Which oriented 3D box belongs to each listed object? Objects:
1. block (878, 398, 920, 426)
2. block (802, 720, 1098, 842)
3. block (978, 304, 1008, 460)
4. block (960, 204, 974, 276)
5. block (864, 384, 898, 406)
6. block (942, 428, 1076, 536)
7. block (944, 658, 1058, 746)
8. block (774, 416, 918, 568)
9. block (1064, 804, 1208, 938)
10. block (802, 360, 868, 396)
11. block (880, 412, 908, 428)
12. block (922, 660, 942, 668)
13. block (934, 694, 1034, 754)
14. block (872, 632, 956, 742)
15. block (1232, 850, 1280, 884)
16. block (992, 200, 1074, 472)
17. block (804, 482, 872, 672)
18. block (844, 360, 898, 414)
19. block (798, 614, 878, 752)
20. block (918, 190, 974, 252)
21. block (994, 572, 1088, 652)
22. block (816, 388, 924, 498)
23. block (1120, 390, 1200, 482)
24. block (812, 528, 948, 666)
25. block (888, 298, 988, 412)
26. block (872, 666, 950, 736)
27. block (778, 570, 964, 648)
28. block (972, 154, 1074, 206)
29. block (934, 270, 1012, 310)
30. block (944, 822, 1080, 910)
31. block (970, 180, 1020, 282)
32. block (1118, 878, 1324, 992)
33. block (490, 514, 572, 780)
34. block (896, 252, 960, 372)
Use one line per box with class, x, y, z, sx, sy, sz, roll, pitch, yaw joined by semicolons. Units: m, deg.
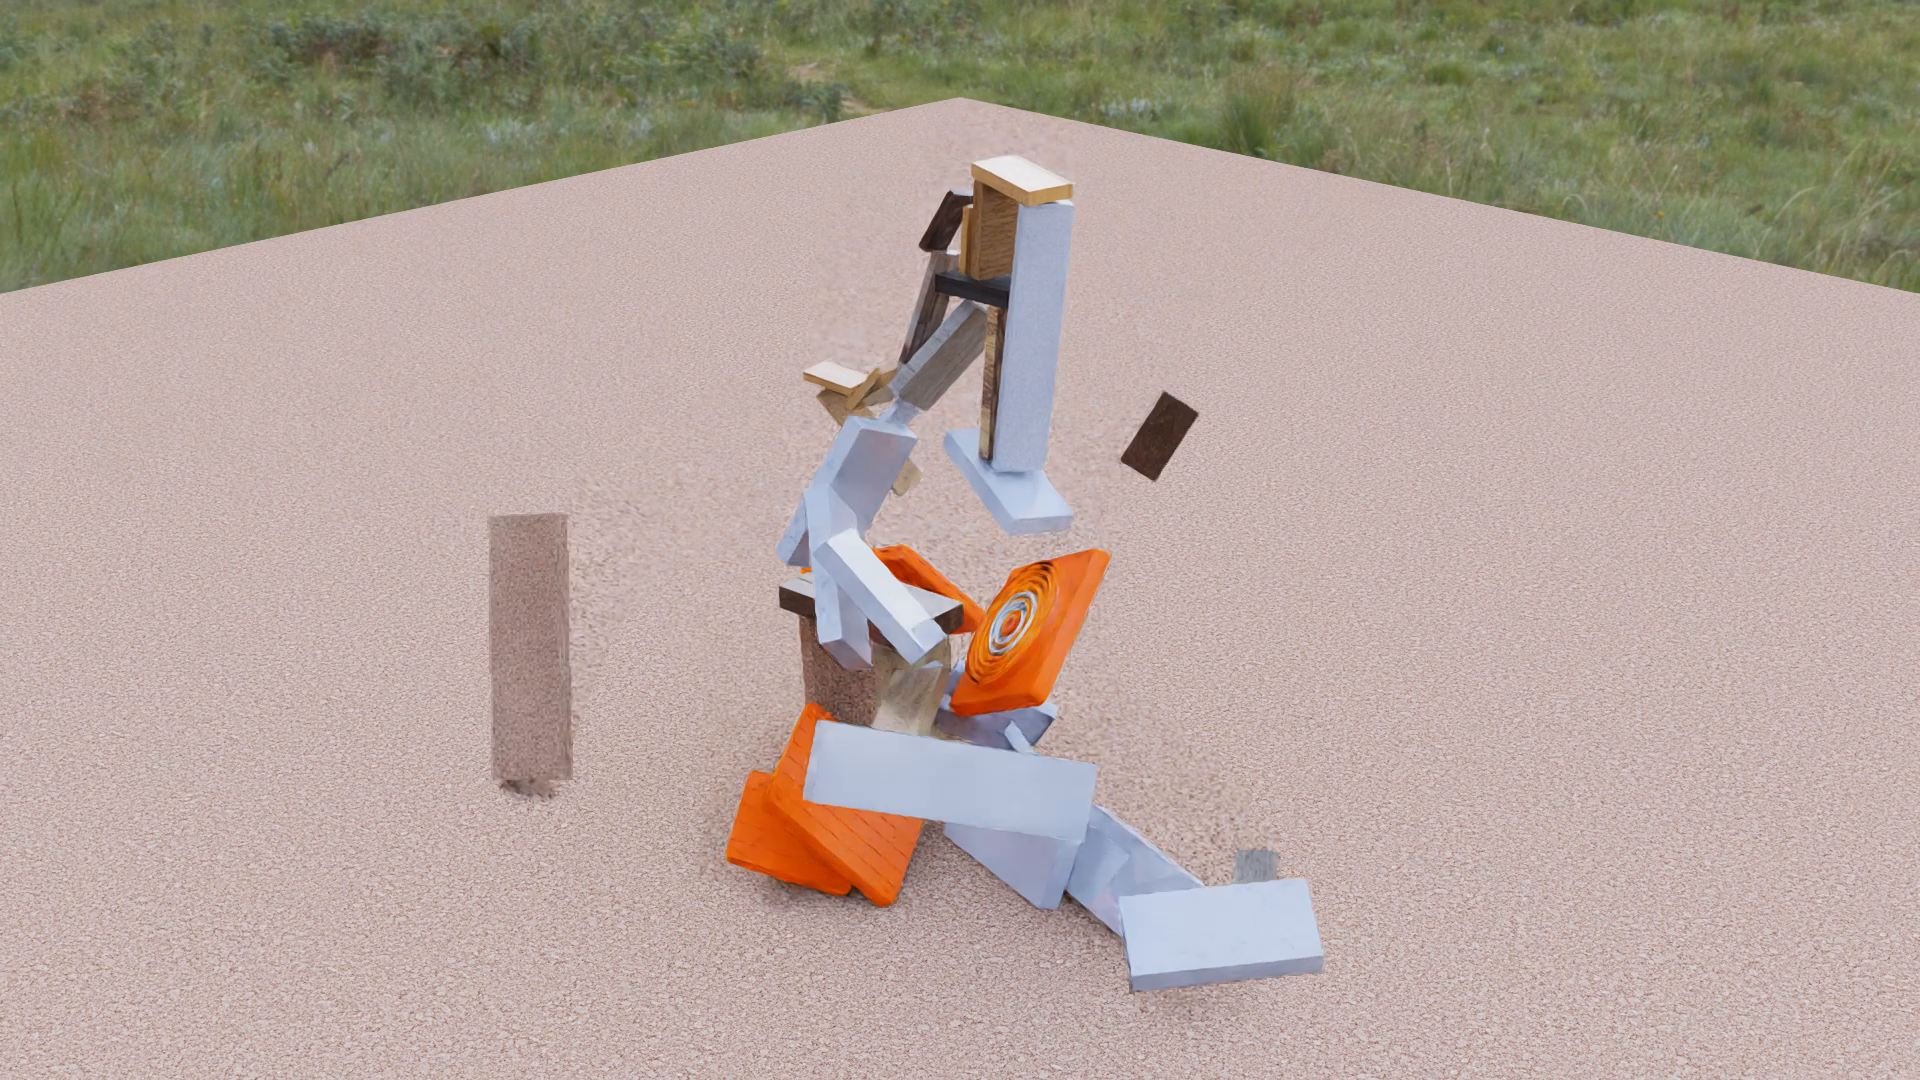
block;-0.125;-0.232;4.237;0.016;0.116;0.058;44;2;35
block;-0.010;0.407;3.705;0.517;0.133;0.038;12;-2;-25
block;0.098;-0.288;4.003;0.112;0.281;0.032;-6;18;-31
block;0.032;-0.552;4.030;0.063;0.126;0.018;-13;28;-34
block;-0.129;-0.288;4.233;0.058;0.016;0.116;-16;-7;-42
block;0.087;-0.111;4.028;0.133;0.038;0.265;-5;42;-32
block;0.074;0.324;4.375;0.221;0.110;0.031;26;48;-5
block;-0.219;-0.086;4.231;0.158;0.315;0.045;8;28;-48
block;0.310;0.633;4.064;0.046;0.163;0.326;28;4;-37
block;-0.240;-0.317;4.320;0.128;0.018;0.064;22;37;35
block;-0.141;-0.190;4.282;0.058;0.116;0.016;6;20;-30
block;-0.090;0.340;4.378;0.025;0.201;0.089;32;36;26
block;0.031;0.357;4.244;0.221;0.110;0.031;18;63;39
block;-0.089;0.346;4.496;0.049;0.346;0.173;13;26;40
block;0.534;0.649;4.020;0.081;0.162;0.023;-4;-21;43
block;0.129;-0.357;3.909;0.093;0.498;0.026;-1;25;-15
block;-0.226;0.070;4.075;0.045;0.158;0.315;-14;64;13
block;-0.167;-0.297;4.263;0.064;0.128;0.018;-23;72;-48
block;-0.243;0.277;4.658;0.173;0.347;0.049;-14;19;-30
block;-0.023;-0.587;4.046;0.018;0.126;0.063;45;31;25
block;0.161;0.144;4.371;0.177;0.089;0.025;29;10;26
block;-0.179;-0.206;4.376;0.064;0.260;0.018;-40;5;-15
block;0.429;-0.223;4.722;0.089;0.177;0.025;32;15;0
block;-0.143;0.100;3.960;0.265;0.038;0.133;48;20;4
block;-0.026;-0.349;4.156;0.032;0.224;0.112;50;14;31
block;-0.104;0.333;4.116;0.110;0.031;0.220;-8;42;31
block;-0.183;0.133;4.487;0.346;0.049;0.173;17;28;35
block;0.109;-0.632;3.858;0.093;0.026;0.185;-16;32;-28
block;0.064;-0.462;4.021;0.112;0.032;0.224;-14;21;-33
block;0.100;0.561;4.223;0.046;0.163;0.326;10;13;-38
block;0.067;-0.566;3.962;0.093;0.185;0.026;-18;35;-31
block;0.446;0.678;3.786;0.326;0.046;0.163;-6;45;-1
block;-0.890;0.222;4.556;0.158;0.543;0.045;-3;-4;19
block;-0.058;-0.425;4.133;0.063;0.249;0.018;-7;35;-43
